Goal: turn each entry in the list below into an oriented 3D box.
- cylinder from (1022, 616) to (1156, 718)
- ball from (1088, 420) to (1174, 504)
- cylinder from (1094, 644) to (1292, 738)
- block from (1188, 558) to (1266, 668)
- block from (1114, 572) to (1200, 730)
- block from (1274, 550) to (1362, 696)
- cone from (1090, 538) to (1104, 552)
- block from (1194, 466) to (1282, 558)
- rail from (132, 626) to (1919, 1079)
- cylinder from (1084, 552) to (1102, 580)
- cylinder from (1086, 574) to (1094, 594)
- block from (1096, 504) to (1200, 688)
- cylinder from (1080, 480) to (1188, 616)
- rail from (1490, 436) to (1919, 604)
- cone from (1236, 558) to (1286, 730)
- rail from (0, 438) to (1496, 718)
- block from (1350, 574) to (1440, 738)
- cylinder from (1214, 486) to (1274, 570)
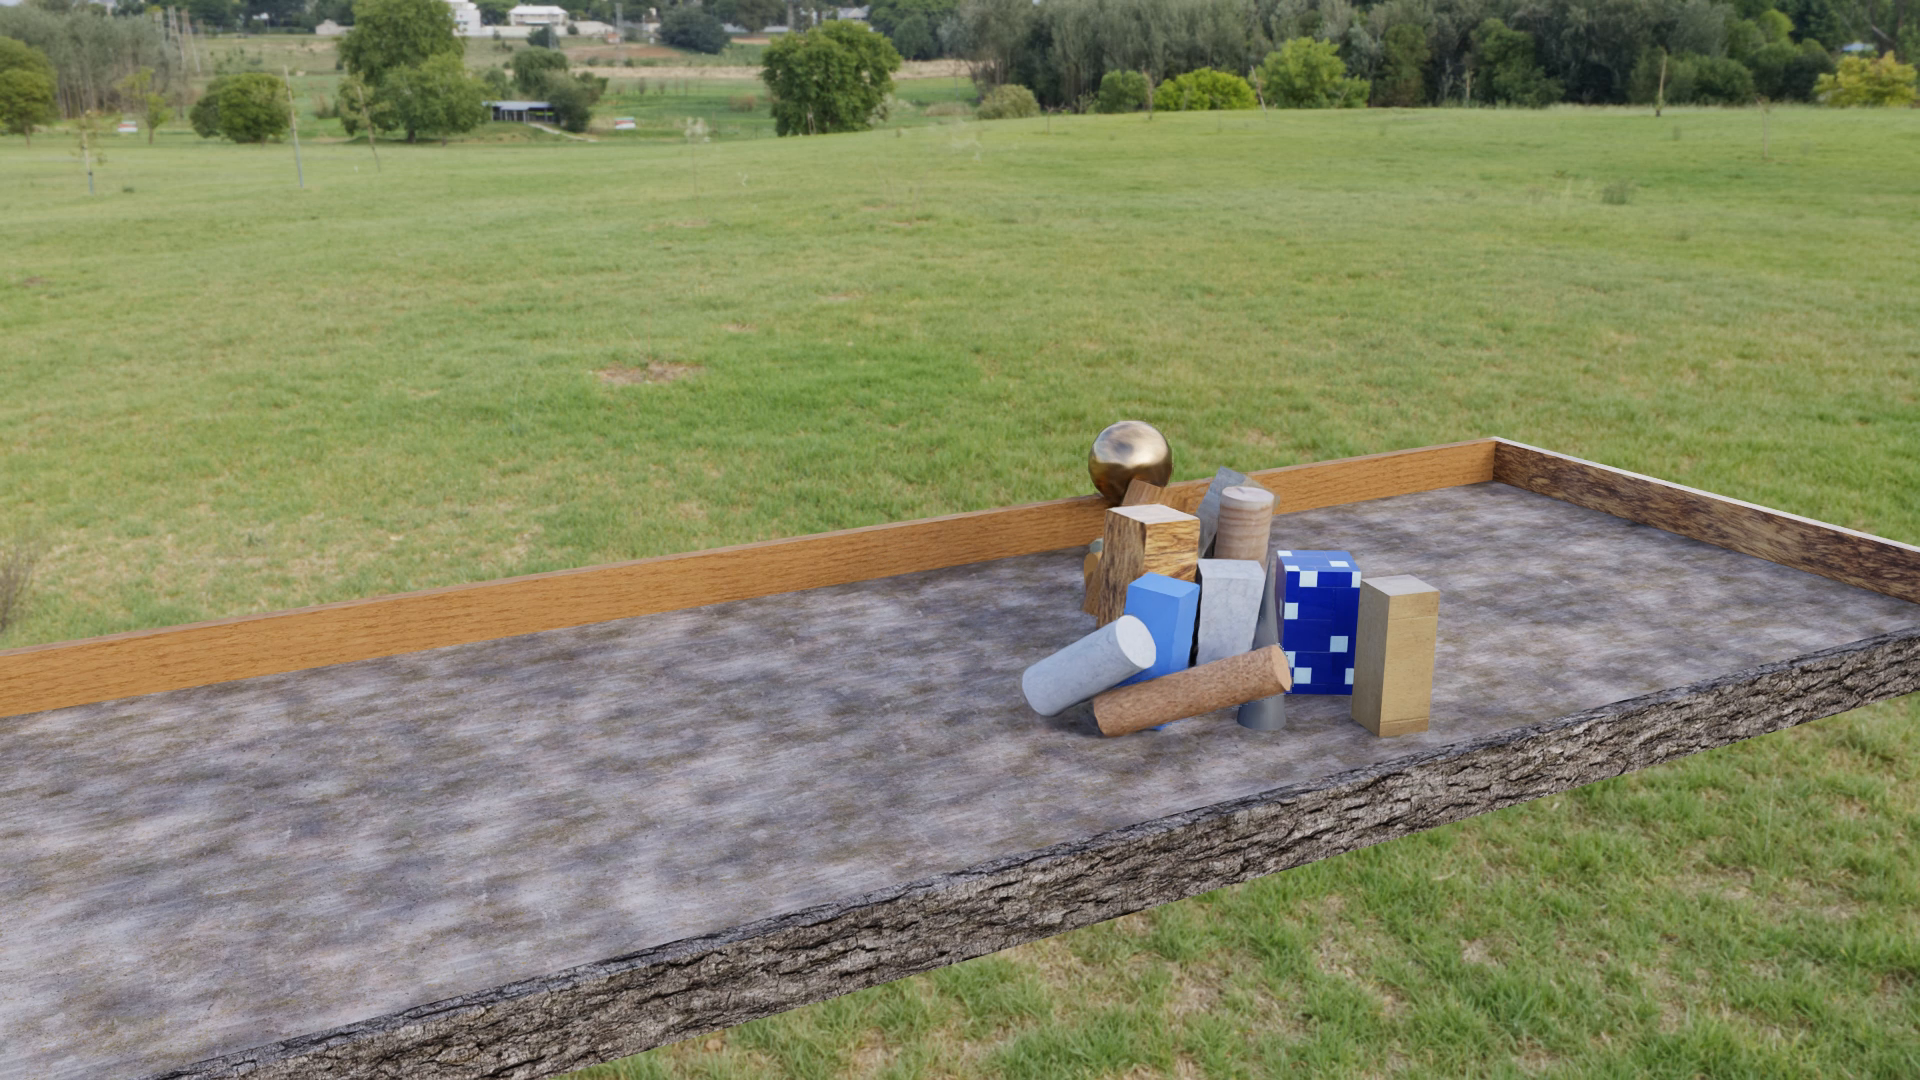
[{"bbox_3d":[0.296,0.293,3.807,0.306,0.129,0.129,-33,-7,38],"label":"cylinder"},{"bbox_3d":[0.540,-0.246,5.230,0.270,0.270,0.270,0,16,0],"label":"ball"},{"bbox_3d":[0.519,0.342,3.709,0.436,0.105,0.105,-19,7,26],"label":"cylinder"},{"bbox_3d":[0.657,0.217,4.069,0.155,0.305,0.155,2,16,1],"label":"block"},{"bbox_3d":[0.457,0.259,3.864,0.128,0.328,0.128,14,19,26],"label":"block"},{"bbox_3d":[0.881,0.203,4.101,0.177,0.317,0.177,1,16,3],"label":"block"},{"bbox_3d":[0.556,-0.021,5.112,0.352,0.105,0.105,-29,31,-36],"label":"cone"},{"bbox_3d":[0.682,0.033,4.457,0.131,0.437,0.131,27,4,-27],"label":"block"},{"bbox_3d":[-2.336,1.006,1.665,12.000,0.150,0.050,-9,18,-27],"label":"rail"},{"bbox_3d":[0.536,0.083,4.850,0.322,0.125,0.125,-6,17,-20],"label":"cylinder"},{"bbox_3d":[0.542,0.128,4.740,0.352,0.102,0.102,-6,17,-20],"label":"cylinder"},{"bbox_3d":[0.457,0.147,4.063,0.164,0.437,0.164,-6,17,-31],"label":"block"},{"bbox_3d":[0.473,0.042,4.474,0.164,0.382,0.164,21,-1,0],"label":"cylinder"},{"bbox_3d":[2.466,-0.048,5.253,0.050,0.150,2.100,-9,18,-27],"label":"rail"},{"bbox_3d":[0.712,0.230,3.841,0.116,0.412,0.116,0,16,0],"label":"cone"},{"bbox_3d":[-3.305,0.497,3.399,12.000,0.150,0.050,-9,18,-27],"label":"rail"},{"bbox_3d":[1.009,0.268,3.834,0.129,0.344,0.129,-5,17,-16],"label":"block"},{"bbox_3d":[0.730,0.078,4.330,0.135,0.418,0.135,4,18,-1],"label":"cylinder"}]
